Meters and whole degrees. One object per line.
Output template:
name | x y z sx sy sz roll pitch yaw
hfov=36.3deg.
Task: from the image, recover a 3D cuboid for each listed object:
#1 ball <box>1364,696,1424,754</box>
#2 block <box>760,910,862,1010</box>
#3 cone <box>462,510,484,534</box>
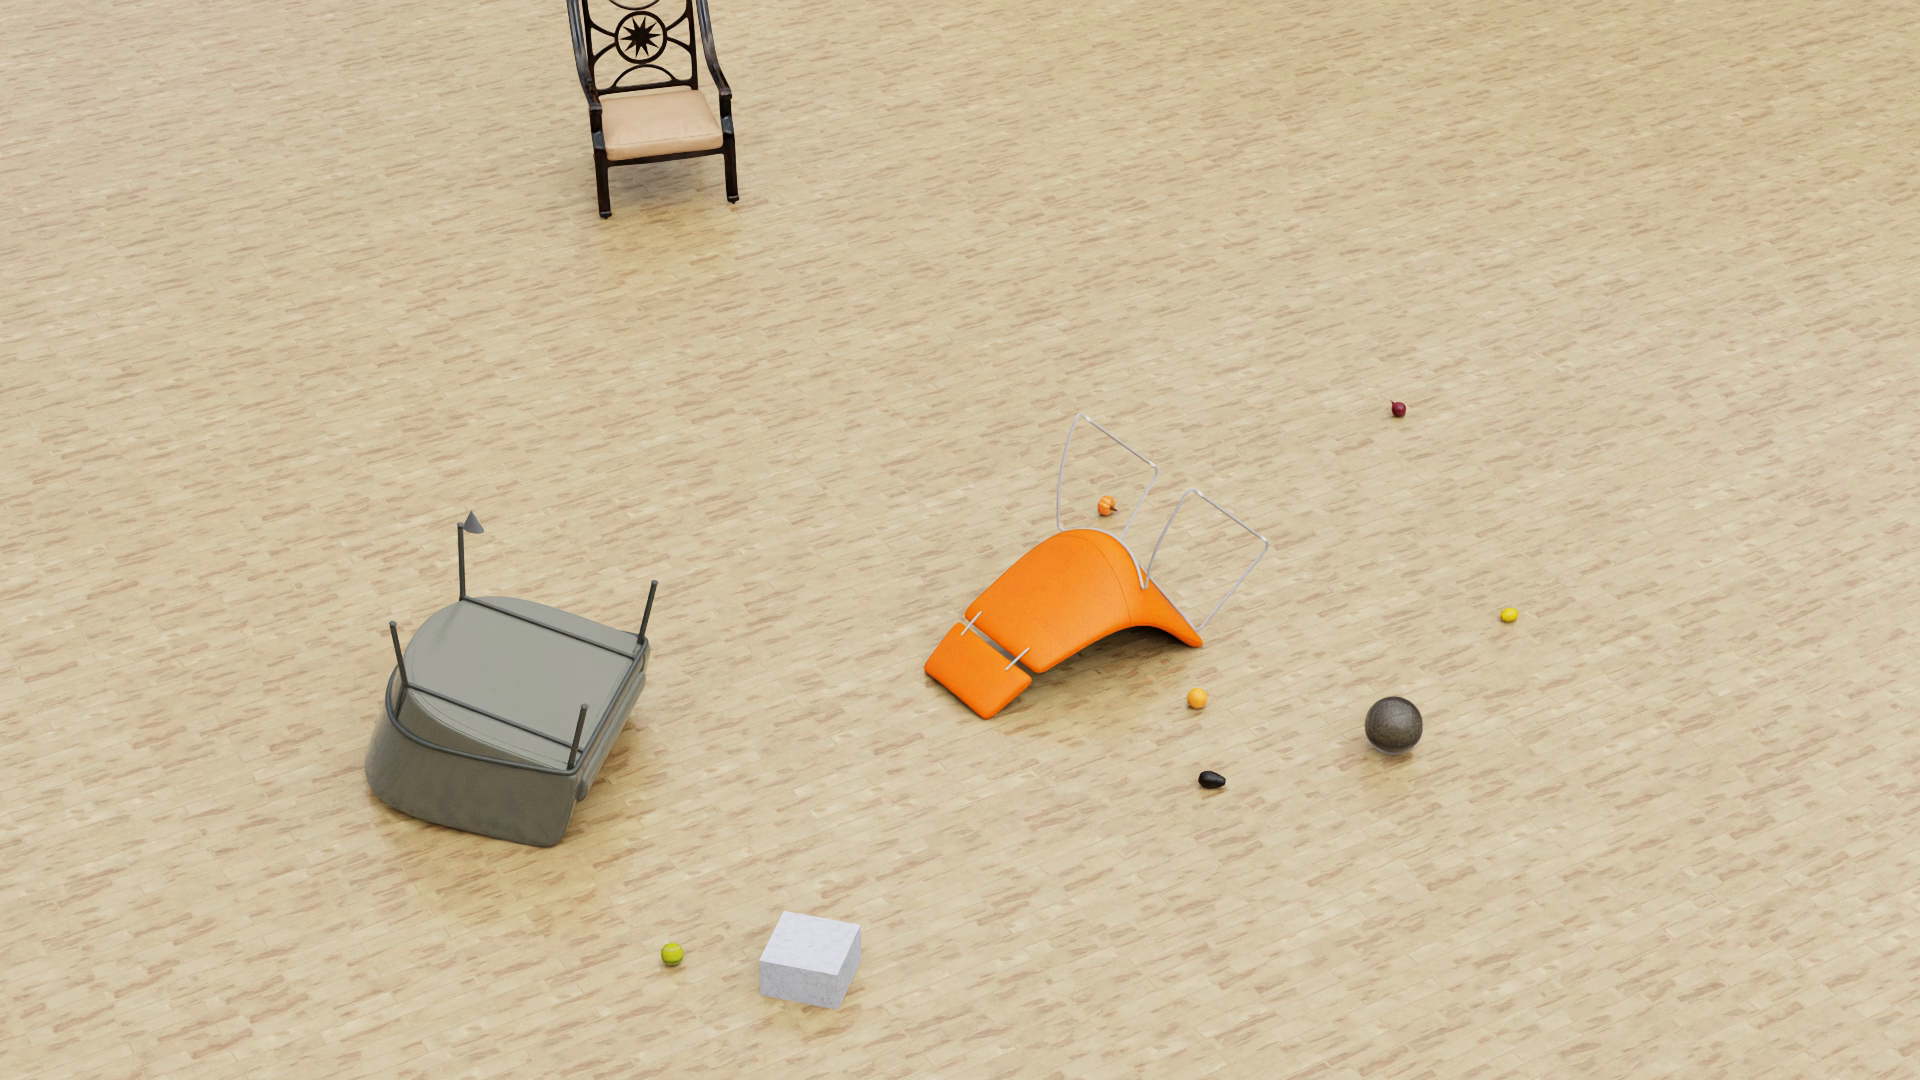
ball | 1.454 0.621 9.823 0.197 0.197 0.197 0 33 0
block | -0.452 1.273 8.887 0.245 0.139 0.235 9 34 13
cone | -1.827 -0.077 10.983 0.094 0.087 0.052 17 37 24
